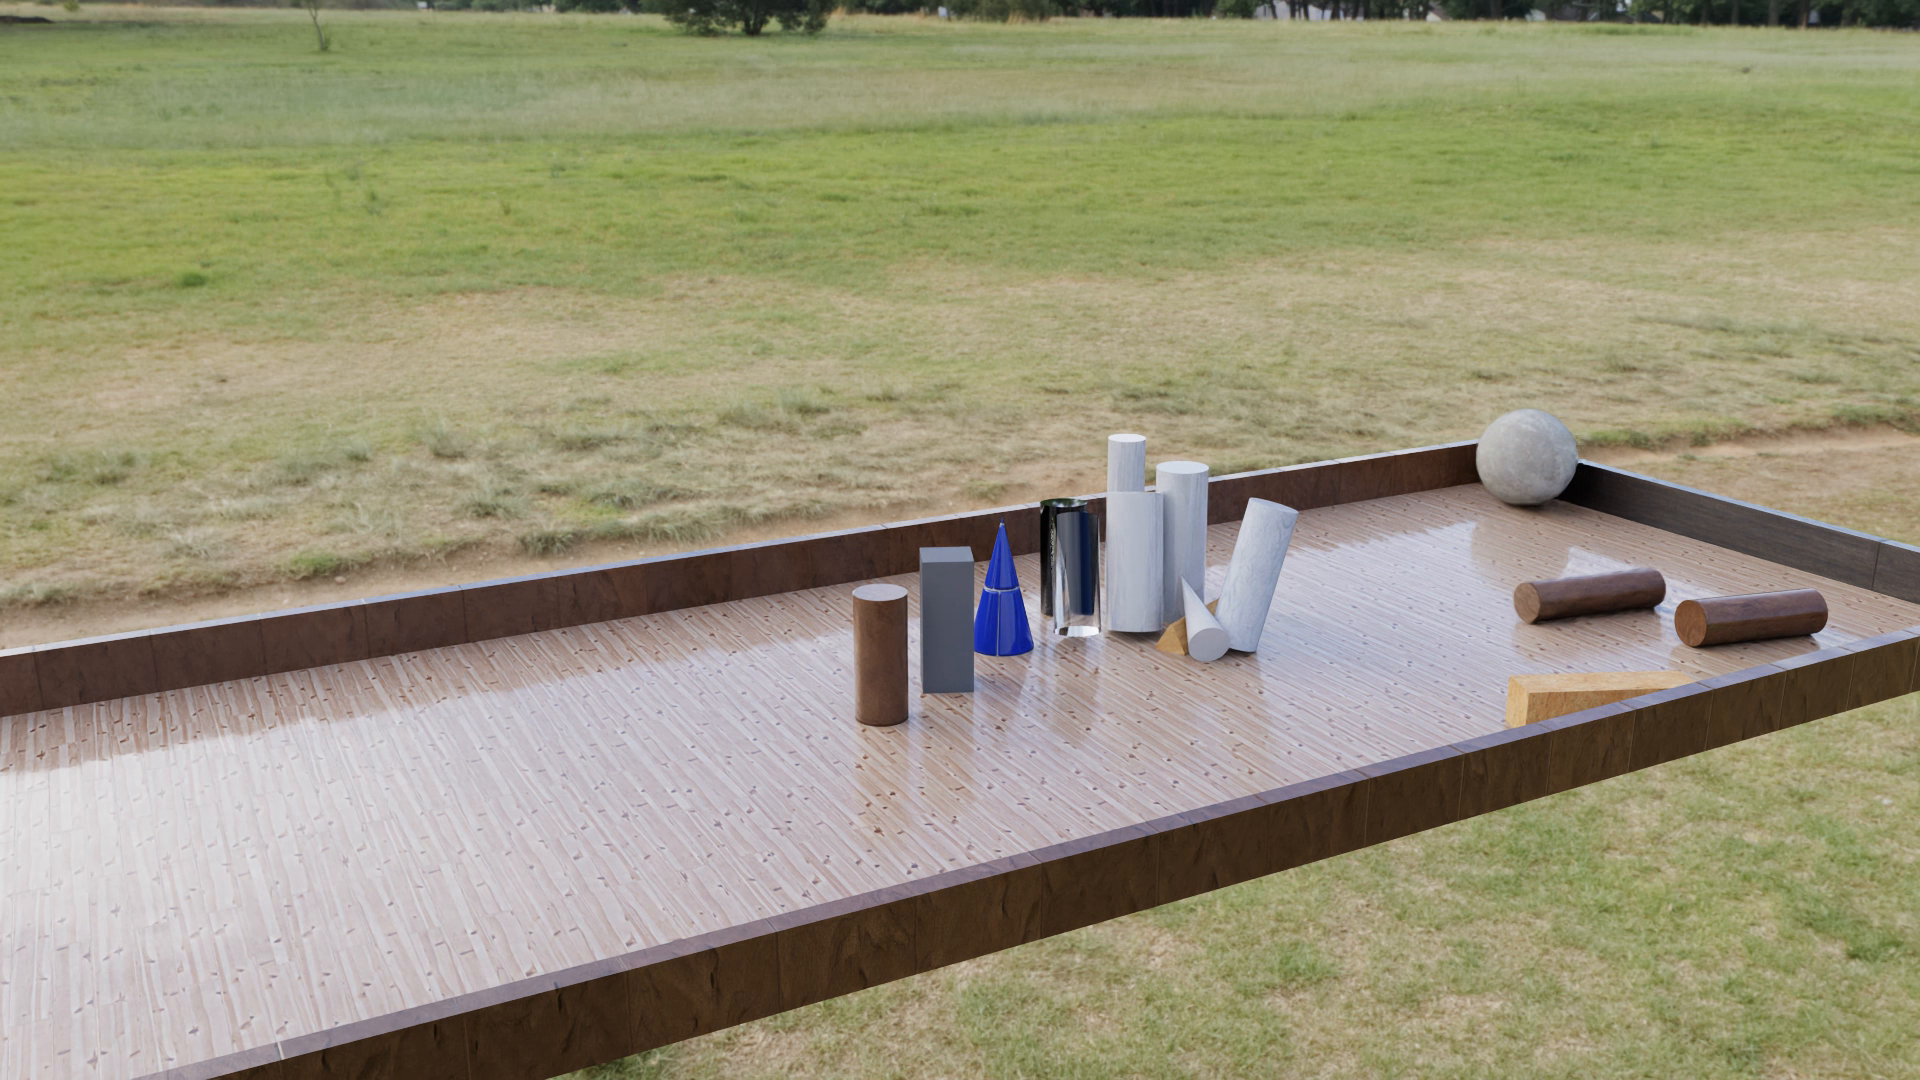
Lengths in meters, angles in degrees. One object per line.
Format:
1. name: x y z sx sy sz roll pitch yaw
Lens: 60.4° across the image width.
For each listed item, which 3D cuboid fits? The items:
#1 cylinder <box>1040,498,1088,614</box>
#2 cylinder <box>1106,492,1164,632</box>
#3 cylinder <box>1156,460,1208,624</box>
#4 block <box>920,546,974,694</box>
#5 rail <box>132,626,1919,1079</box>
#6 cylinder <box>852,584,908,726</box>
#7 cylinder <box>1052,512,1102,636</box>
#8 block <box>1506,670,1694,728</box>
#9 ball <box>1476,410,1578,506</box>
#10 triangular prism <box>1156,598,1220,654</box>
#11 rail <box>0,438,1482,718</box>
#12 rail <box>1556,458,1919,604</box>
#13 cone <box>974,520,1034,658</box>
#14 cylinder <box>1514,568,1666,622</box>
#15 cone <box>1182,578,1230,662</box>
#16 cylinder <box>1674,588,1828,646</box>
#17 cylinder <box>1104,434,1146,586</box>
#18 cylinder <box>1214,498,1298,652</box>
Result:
1. cylinder: 0.291 0.046 4.634 0.132 0.309 0.132 -1 12 0
2. cylinder: 0.472 0.056 4.465 0.153 0.369 0.153 0 3 0
3. cylinder: 0.611 0.007 4.568 0.142 0.429 0.142 -1 17 0
4. block: -0.033 0.197 4.083 0.126 0.338 0.126 -1 16 -4
5. rail: -2.336 1.006 1.665 12.000 0.150 0.050 -9 18 -27
6. cylinder: -0.186 0.271 3.882 0.128 0.311 0.128 0 16 0
7. cylinder: 0.313 0.093 4.448 0.128 0.313 0.128 0 -15 0
8. block: 1.503 0.382 3.857 0.413 0.111 0.111 -1 16 -5
9. ball: 1.968 -0.285 5.729 0.336 0.336 0.336 0 16 0
10. triangular prism: 0.677 0.209 4.501 0.087 0.075 0.419 12 20 34
11. rail: -3.305 0.497 3.399 12.000 0.150 0.050 -9 18 -27
12. rail: 2.466 -0.048 5.253 0.050 0.150 2.100 -9 18 -27
13. cone: 0.110 0.110 4.347 0.176 0.357 0.176 0 16 0
14. cylinder: 1.771 0.154 4.633 0.426 0.111 0.111 -6 17 -18
15. cone: 0.624 0.183 4.383 0.109 0.109 0.320 -2 33 -7
16. cylinder: 2.124 0.207 4.430 0.384 0.125 0.125 -4 17 -15
17. cylinder: 0.484 -0.081 4.837 0.109 0.447 0.109 0 16 0
18. cylinder: 0.769 0.091 4.329 0.131 0.383 0.131 14 11 -3
